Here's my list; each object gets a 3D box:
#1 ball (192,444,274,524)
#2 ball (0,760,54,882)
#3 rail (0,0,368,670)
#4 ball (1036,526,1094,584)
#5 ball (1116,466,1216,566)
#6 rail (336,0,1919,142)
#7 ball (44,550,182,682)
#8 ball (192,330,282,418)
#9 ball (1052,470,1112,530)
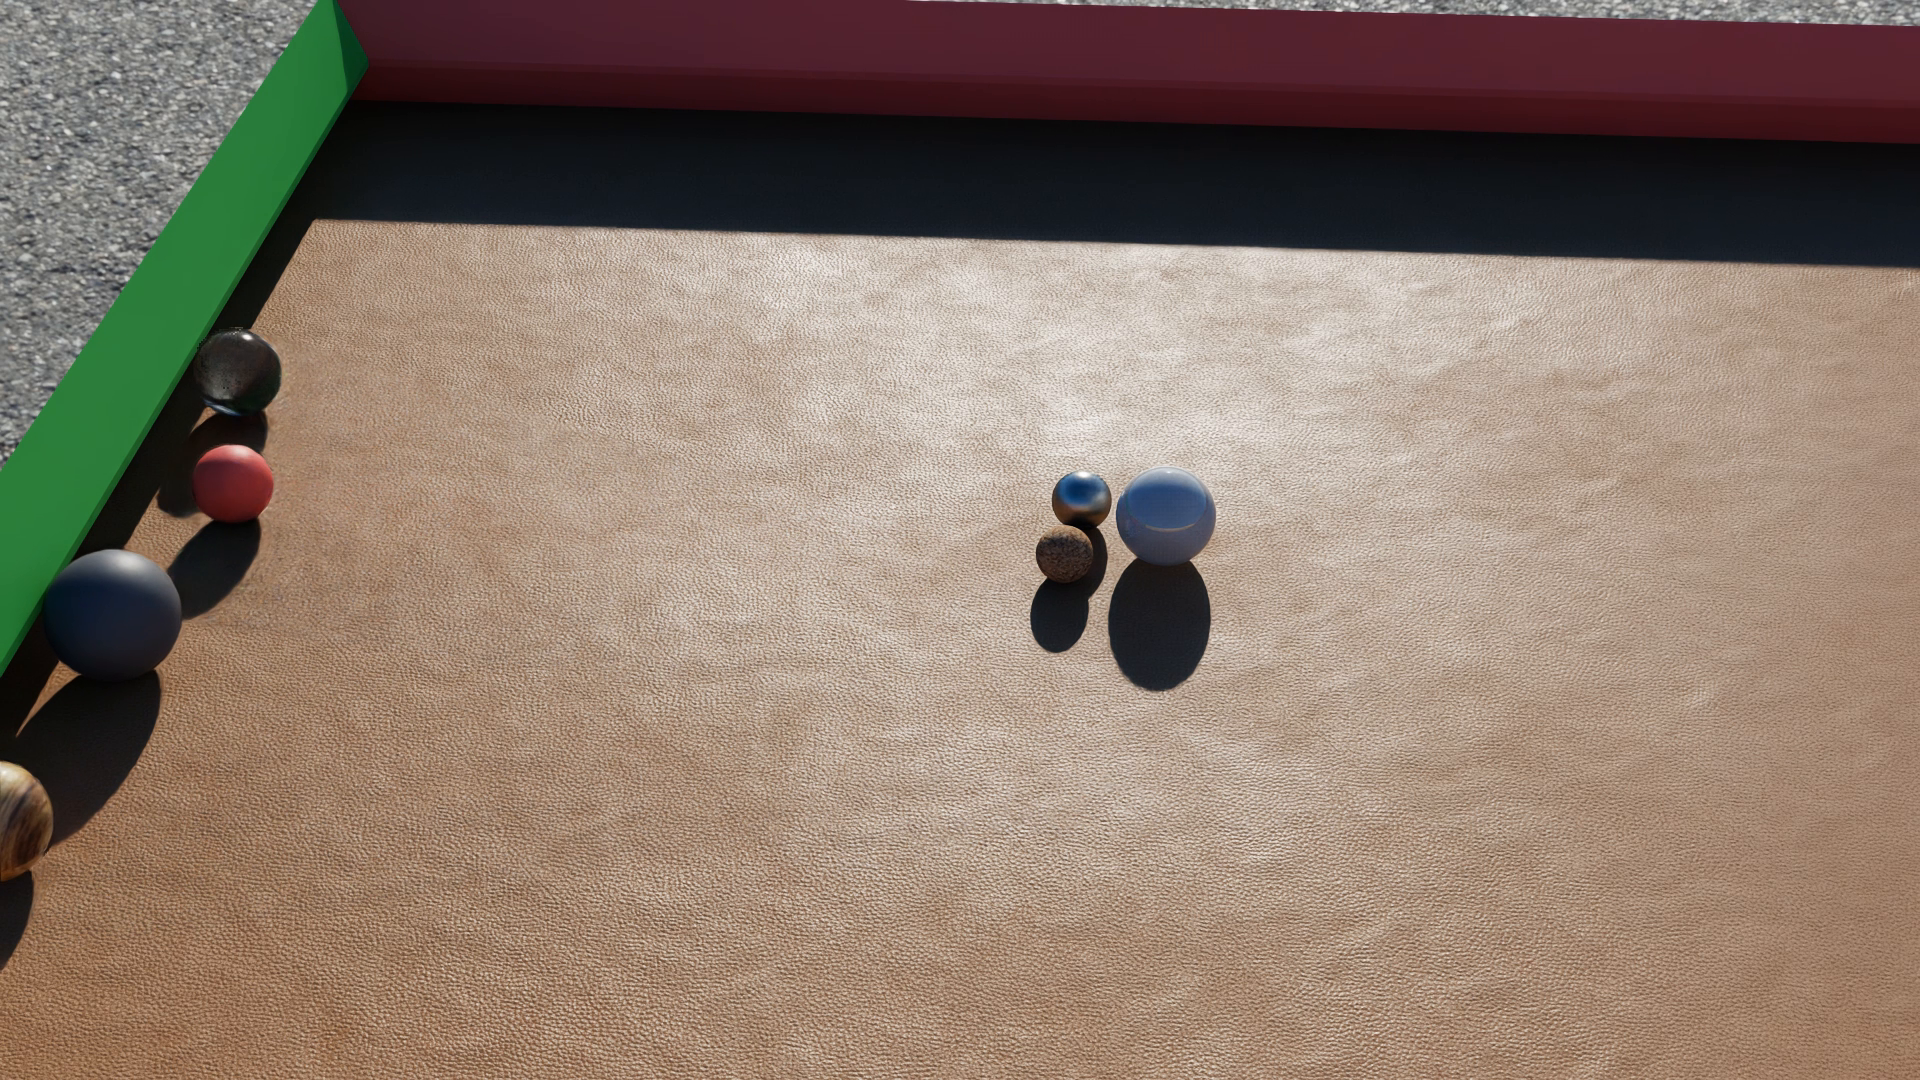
[{"bbox_3d":[-0.561,-0.043,1.978,0.061,0.061,0.061,0,35,0],"label":"ball"},{"bbox_3d":[-0.622,0.180,1.643,0.079,0.079,0.079,0,35,0],"label":"ball"},{"bbox_3d":[-0.656,-0.049,1.933,0.045,0.121,1.581,2,35,3],"label":"rail"},{"bbox_3d":[0.078,0.011,1.917,0.043,0.043,0.043,0,35,0],"label":"ball"},{"bbox_3d":[0.155,-0.018,1.930,0.076,0.076,0.076,0,35,0],"label":"ball"},{"bbox_3d":[0.729,-0.437,2.490,2.724,0.121,0.045,2,35,3],"label":"rail"},{"bbox_3d":[-0.598,0.053,1.812,0.093,0.093,0.093,0,35,0],"label":"ball"},{"bbox_3d":[-0.593,-0.136,2.103,0.072,0.072,0.072,0,35,0],"label":"ball"},{"bbox_3d":[0.094,-0.030,1.973,0.047,0.047,0.047,0,35,0],"label":"ball"}]
